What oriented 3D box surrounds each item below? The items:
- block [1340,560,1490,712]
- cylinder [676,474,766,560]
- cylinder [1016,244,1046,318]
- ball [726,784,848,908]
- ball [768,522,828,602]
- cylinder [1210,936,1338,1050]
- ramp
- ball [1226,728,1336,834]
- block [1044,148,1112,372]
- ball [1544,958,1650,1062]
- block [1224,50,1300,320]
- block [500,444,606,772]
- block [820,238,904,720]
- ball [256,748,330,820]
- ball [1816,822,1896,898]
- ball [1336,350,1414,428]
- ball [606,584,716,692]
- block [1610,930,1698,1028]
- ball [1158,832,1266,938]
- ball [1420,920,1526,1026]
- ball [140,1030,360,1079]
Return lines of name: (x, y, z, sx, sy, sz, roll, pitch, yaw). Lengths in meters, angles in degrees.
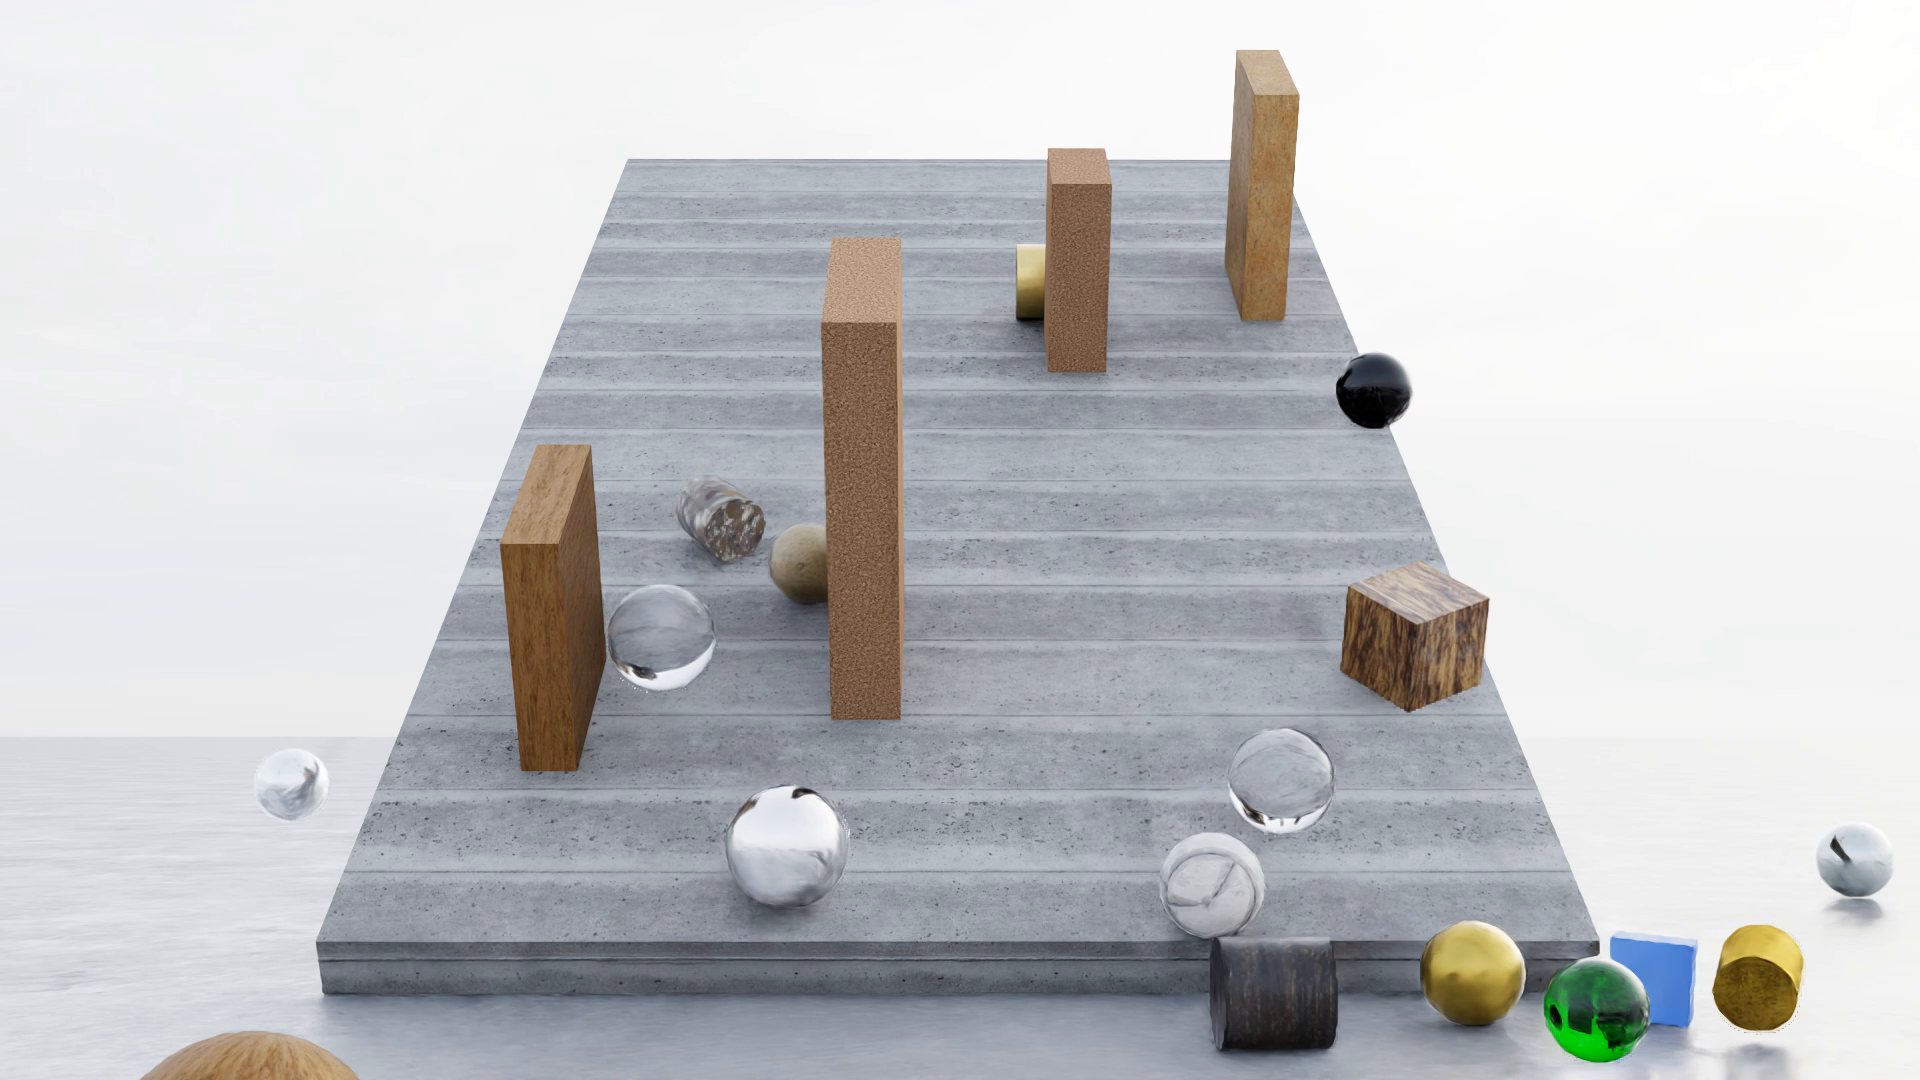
block: (0.840, 0.176, 4.377, 0.182, 0.182, 0.182, -17, 31, -30)
cylinder: (-0.493, -0.047, 4.863, 0.137, 0.137, 0.137, 3, 20, -37)
cylinder: (0.238, -0.659, 6.030, 0.189, 0.189, 0.189, 0, -5, 0)
ball: (-0.273, 0.485, 3.742, 0.195, 0.195, 0.195, 0, -5, 0)
ball: (-0.299, 0.045, 4.661, 0.157, 0.157, 0.157, 0, -5, 0)
cylinder: (0.407, 0.589, 3.082, 0.144, 0.144, 0.144, 0, -5, -2)
ramp: (-0.010, -0.227, 5.491, 2.000, 0.100, 4.000, 0, 27, 0)
ball: (0.533, 0.400, 3.932, 0.178, 0.178, 0.178, 0, -5, 0)
block: (0.284, -0.682, 5.757, 0.141, 0.476, 0.280, 0, 27, 0)
ball: (0.796, 0.587, 2.957, 0.130, 0.130, 0.130, 0, -5, 0)
block: (0.775, -0.919, 6.105, 0.111, 0.590, 0.422, 0, 27, 0)
block: (-0.716, 0.115, 4.199, 0.097, 0.443, 0.400, 0, 27, 0)
block: (-0.170, -0.113, 4.295, 0.126, 0.768, 0.423, 0, 27, 0)
ball: (-1.228, 0.450, 4.351, 0.131, 0.131, 0.131, 0, -5, 0)
ball: (2.218, 0.792, 5.860, 0.187, 0.187, 0.187, 0, -5, 0)
ball: (0.951, -0.344, 5.421, 0.178, 0.178, 0.178, 0, -5, 0)
ball: (-0.548, 0.179, 4.345, 0.198, 0.198, 0.198, 0, -5, 0)
block: (0.988, 0.625, 3.377, 0.112, 0.112, 0.112, 4, -3, 21)
ball: (0.391, 0.536, 3.676, 0.164, 0.164, 0.164, 0, -5, 0)
ball: (0.719, 0.608, 3.320, 0.146, 0.146, 0.146, 0, -5, 0)
ball: (-0.504, 0.448, 1.671, 0.200, 0.200, 0.200, 0, -5, 0)
